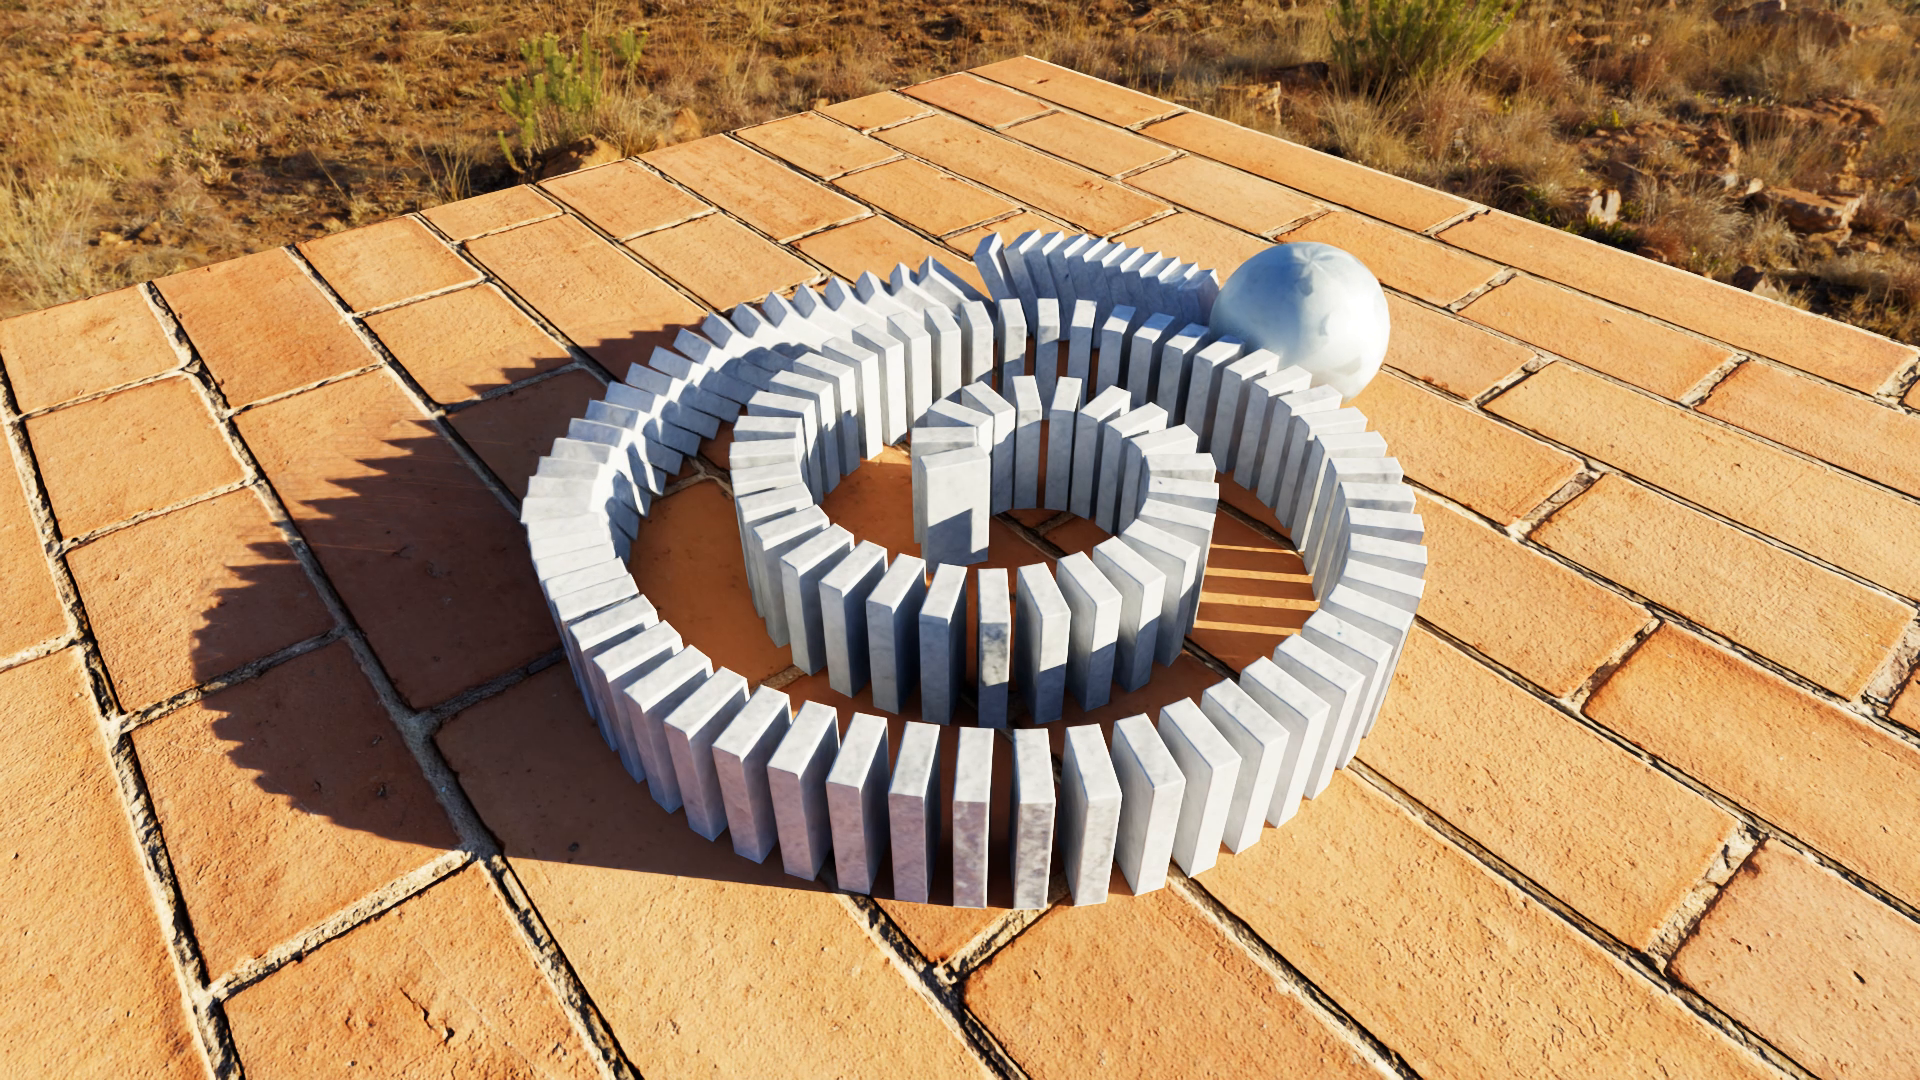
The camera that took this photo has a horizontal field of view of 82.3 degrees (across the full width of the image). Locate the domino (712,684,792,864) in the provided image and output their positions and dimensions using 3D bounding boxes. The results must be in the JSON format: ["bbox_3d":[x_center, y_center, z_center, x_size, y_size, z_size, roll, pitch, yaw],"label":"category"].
[{"bbox_3d":[-0.059,0.070,0.326,0.010,0.050,0.025,16,42,19],"label":"domino"}]

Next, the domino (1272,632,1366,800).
[{"bbox_3d":[0.107,0.056,0.344,0.009,0.050,0.025,-30,48,-31],"label":"domino"}]

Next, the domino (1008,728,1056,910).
[{"bbox_3d":[0.020,0.080,0.314,0.010,0.050,0.025,-1,39,-1],"label":"domino"}]

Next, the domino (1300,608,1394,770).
[{"bbox_3d":[0.119,0.048,0.352,0.025,0.050,0.009,30,48,31],"label":"domino"}]

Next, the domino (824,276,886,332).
[{"bbox_3d":[-0.044,-0.114,0.559,0.050,0.010,0.025,24,25,-36],"label":"domino"}]

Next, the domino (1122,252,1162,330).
[{"bbox_3d":[0.097,-0.116,0.553,0.009,0.050,0.025,3,34,37],"label":"domino"}]

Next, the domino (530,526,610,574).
[{"bbox_3d":[-0.135,0.014,0.395,0.025,0.050,0.010,-11,64,-13],"label":"domino"}]

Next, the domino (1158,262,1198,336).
[{"bbox_3d":[0.113,-0.108,0.543,0.009,0.050,0.025,3,34,37],"label":"domino"}]

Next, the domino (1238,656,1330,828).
[{"bbox_3d":[0.095,0.062,0.336,0.010,0.050,0.025,-26,46,-28],"label":"domino"}]

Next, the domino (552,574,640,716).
[{"bbox_3d":[-0.117,0.036,0.367,0.025,0.050,0.009,-19,48,-22],"label":"domino"}]

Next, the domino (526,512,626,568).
[{"bbox_3d":[-0.140,0.006,0.405,0.025,0.050,0.009,-8,68,-10],"label":"domino"}]

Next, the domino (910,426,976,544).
[{"bbox_3d":[-0.006,-0.021,0.437,0.025,0.050,0.010,-1,39,-1],"label":"domino"}]

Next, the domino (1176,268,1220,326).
[{"bbox_3d":[0.121,-0.104,0.538,0.009,0.050,0.025,3,34,37],"label":"domino"}]

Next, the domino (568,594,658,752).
[{"bbox_3d":[-0.108,0.044,0.358,0.025,0.050,0.009,-26,46,-28],"label":"domino"}]

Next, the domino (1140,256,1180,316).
[{"bbox_3d":[0.105,-0.112,0.549,0.010,0.050,0.025,3,34,37],"label":"domino"}]

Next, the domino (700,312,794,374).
[{"bbox_3d":[-0.098,-0.092,0.532,0.050,0.009,0.025,20,17,-48],"label":"domino"}]

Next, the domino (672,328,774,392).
[{"bbox_3d":[-0.109,-0.084,0.522,0.025,0.009,0.050,33,9,34],"label":"domino"}]

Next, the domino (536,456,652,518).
[{"bbox_3d":[-0.146,-0.021,0.441,0.025,0.050,0.010,6,79,8],"label":"domino"}]

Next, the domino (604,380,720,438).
[{"bbox_3d":[-0.131,-0.057,0.489,0.025,0.009,0.050,18,0,20],"label":"domino"}]

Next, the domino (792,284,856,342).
[{"bbox_3d":[-0.058,-0.109,0.554,0.050,0.009,0.025,22,23,-39],"label":"domino"}]

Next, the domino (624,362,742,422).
[{"bbox_3d":[-0.125,-0.067,0.500,0.025,0.009,0.050,22,2,25],"label":"domino"}]

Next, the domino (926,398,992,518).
[{"bbox_3d":[0.000,-0.031,0.449,0.025,0.050,0.009,23,45,26],"label":"domino"}]

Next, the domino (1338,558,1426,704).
[{"bbox_3d":[0.137,0.032,0.373,0.025,0.050,0.010,17,42,20],"label":"domino"}]

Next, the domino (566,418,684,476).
[{"bbox_3d":[-0.141,-0.039,0.465,0.025,0.050,0.010,12,85,14],"label":"domino"}]

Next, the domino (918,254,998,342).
[{"bbox_3d":[0.001,-0.126,0.573,0.050,0.010,0.025,32,28,-21],"label":"domino"}]

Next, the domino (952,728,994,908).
[{"bbox_3d":[0.004,0.080,0.314,0.010,0.050,0.025,3,39,3],"label":"domino"}]

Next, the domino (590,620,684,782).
[{"bbox_3d":[-0.098,0.052,0.348,0.025,0.050,0.009,-30,48,-31],"label":"domino"}]

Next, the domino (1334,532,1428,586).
[{"bbox_3d":[0.143,0.022,0.385,0.025,0.050,0.010,11,41,13],"label":"domino"}]

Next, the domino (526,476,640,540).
[{"bbox_3d":[-0.146,-0.012,0.429,0.025,0.050,0.009,3,75,4],"label":"domino"}]

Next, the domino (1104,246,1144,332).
[{"bbox_3d":[0.088,-0.120,0.558,0.010,0.050,0.025,3,34,37],"label":"domino"}]

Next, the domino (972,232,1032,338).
[{"bbox_3d":[0.024,-0.132,0.573,0.010,0.050,0.025,-15,32,25],"label":"domino"}]

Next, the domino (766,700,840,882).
[{"bbox_3d":[-0.044,0.074,0.321,0.010,0.050,0.025,12,41,14],"label":"domino"}]

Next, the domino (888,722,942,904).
[{"bbox_3d":[-0.012,0.079,0.315,0.010,0.050,0.025,6,40,7],"label":"domino"}]

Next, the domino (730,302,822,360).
[{"bbox_3d":[-0.086,-0.098,0.540,0.050,0.009,0.025,20,19,-46],"label":"domino"}]

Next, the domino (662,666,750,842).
[{"bbox_3d":[-0.073,0.065,0.332,0.009,0.050,0.025,22,44,24],"label":"domino"}]

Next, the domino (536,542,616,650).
[{"bbox_3d":[-0.130,0.021,0.385,0.025,0.050,0.009,-14,59,-16],"label":"domino"}]

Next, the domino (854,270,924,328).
[{"bbox_3d":[-0.029,-0.118,0.564,0.050,0.010,0.025,25,26,-34],"label":"domino"}]

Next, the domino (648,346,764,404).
[{"bbox_3d":[-0.117,-0.075,0.511,0.025,0.010,0.050,26,5,28],"label":"domino"}]

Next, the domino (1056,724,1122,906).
[{"bbox_3d":[0.036,0.079,0.315,0.009,0.050,0.025,-5,40,-7],"label":"domino"}]

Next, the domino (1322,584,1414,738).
[{"bbox_3d":[0.129,0.040,0.362,0.025,0.050,0.010,25,45,27],"label":"domino"}]

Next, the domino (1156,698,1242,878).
[{"bbox_3d":[0.067,0.073,0.322,0.010,0.050,0.025,-17,42,-20],"label":"domino"}]

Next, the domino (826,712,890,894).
[{"bbox_3d":[-0.028,0.077,0.318,0.010,0.050,0.025,9,40,11],"label":"domino"}]

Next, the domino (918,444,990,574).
[{"bbox_3d":[-0.002,-0.011,0.425,0.025,0.050,0.009,-12,41,-14],"label":"domino"}]

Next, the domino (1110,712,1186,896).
[{"bbox_3d":[0.052,0.077,0.318,0.010,0.050,0.025,-12,41,-14],"label":"domino"}]

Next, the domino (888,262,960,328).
[{"bbox_3d":[-0.013,-0.122,0.569,0.050,0.009,0.025,28,30,-28],"label":"domino"}]

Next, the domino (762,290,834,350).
[{"bbox_3d":[-0.072,-0.104,0.548,0.050,0.010,0.025,22,22,-42],"label":"domino"}]

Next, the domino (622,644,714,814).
[{"bbox_3d":[-0.086,0.059,0.340,0.009,0.050,0.025,29,47,31],"label":"domino"}]

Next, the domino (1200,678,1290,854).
[{"bbox_3d":[0.081,0.068,0.328,0.010,0.050,0.025,-21,44,-24],"label":"domino"}]

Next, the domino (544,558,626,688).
[{"bbox_3d":[-0.123,0.029,0.376,0.025,0.050,0.009,-18,54,-21],"label":"domino"}]

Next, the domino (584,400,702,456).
[{"bbox_3d":[-0.137,-0.048,0.477,0.025,0.010,0.050,15,-3,17],"label":"domino"}]

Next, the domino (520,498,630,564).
[{"bbox_3d":[-0.145,-0.003,0.417,0.025,0.050,0.009,-1,72,-1],"label":"domino"}]

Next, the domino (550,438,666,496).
[{"bbox_3d":[-0.144,-0.030,0.453,0.025,0.050,0.010,9,82,11],"label":"domino"}]
